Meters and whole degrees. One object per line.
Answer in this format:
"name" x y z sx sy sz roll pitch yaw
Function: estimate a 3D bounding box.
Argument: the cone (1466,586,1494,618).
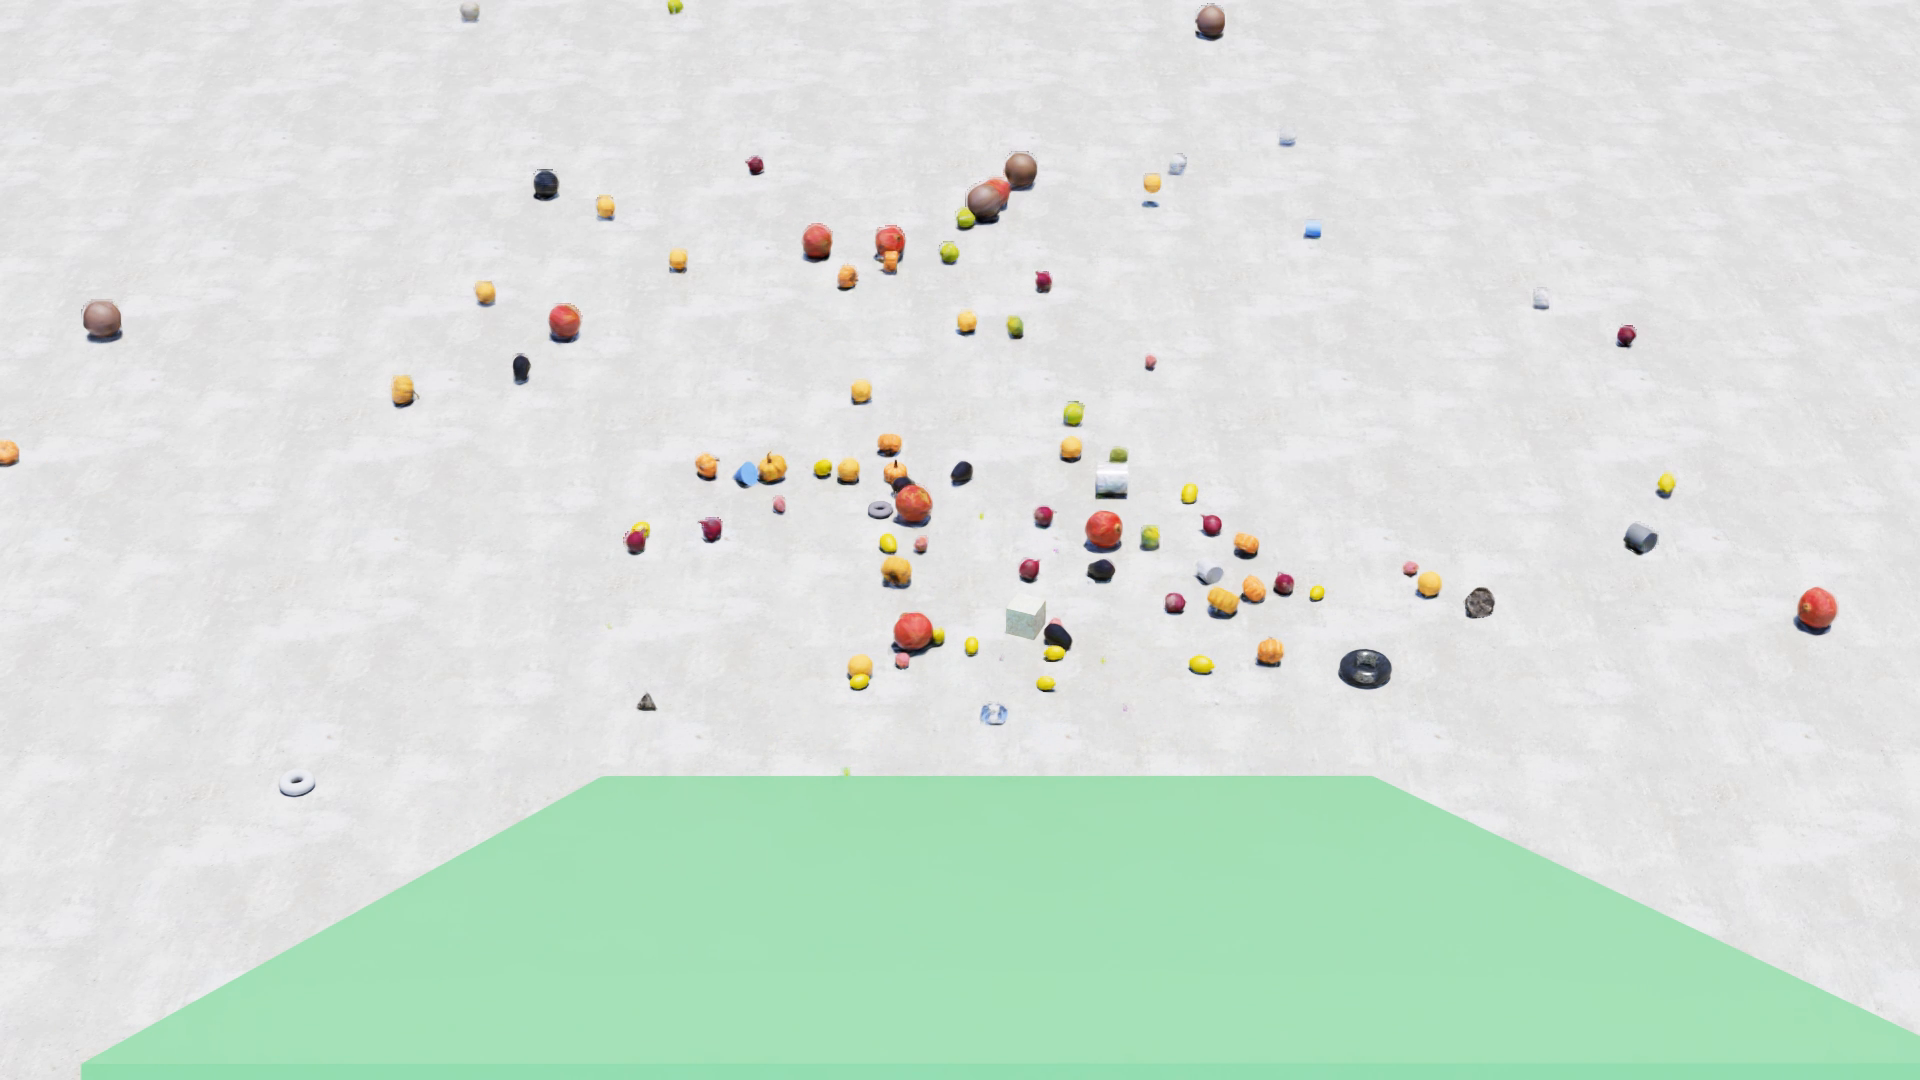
"cone" 1.492 0.177 7.537 0.090 0.090 0.090 -12 8 -18

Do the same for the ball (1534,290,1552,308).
"ball" 2.053 -0.850 9.135 0.063 0.063 0.063 0 32 0

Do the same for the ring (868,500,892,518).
"ring" -0.246 -0.094 7.978 0.078 0.026 0.078 -1 33 1

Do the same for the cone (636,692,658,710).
"cone" -0.851 0.452 7.119 0.053 0.053 0.053 33 38 2

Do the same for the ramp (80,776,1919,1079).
"ramp" 0.072 0.632 4.733 2.000 0.100 4.000 0 -1 0

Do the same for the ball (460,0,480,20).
"ball" -2.166 -2.339 11.455 0.090 0.090 0.090 0 32 0

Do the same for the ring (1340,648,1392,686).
"ring" 1.134 0.357 7.248 0.147 0.049 0.147 -1 33 1

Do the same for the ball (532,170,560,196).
"ball" -1.582 -1.361 9.905 0.099 0.099 0.099 0 32 0

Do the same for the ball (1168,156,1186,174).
"ball" 0.846 -1.463 10.095 0.067 0.067 0.067 0 32 0

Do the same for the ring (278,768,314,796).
"ring" -1.745 0.637 6.822 0.094 0.031 0.094 0 34 0

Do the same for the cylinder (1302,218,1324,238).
"cylinder" 1.310 -1.154 9.615 0.059 0.059 0.059 28 38 7

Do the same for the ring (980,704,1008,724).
"ring" 0.093 0.475 7.082 0.080 0.027 0.080 -1 31 0

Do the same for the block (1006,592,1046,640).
"block" 0.189 0.219 7.427 0.088 0.088 0.088 13 35 20

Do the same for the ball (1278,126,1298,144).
"ball" 1.307 -1.614 10.326 0.075 0.075 0.075 0 32 0

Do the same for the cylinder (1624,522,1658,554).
"cylinder" 2.048 -0.006 7.799 0.069 0.069 0.069 -21 38 -30

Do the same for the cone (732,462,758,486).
"cone" -0.689 -0.201 8.139 0.077 0.077 0.077 -11 22 36
